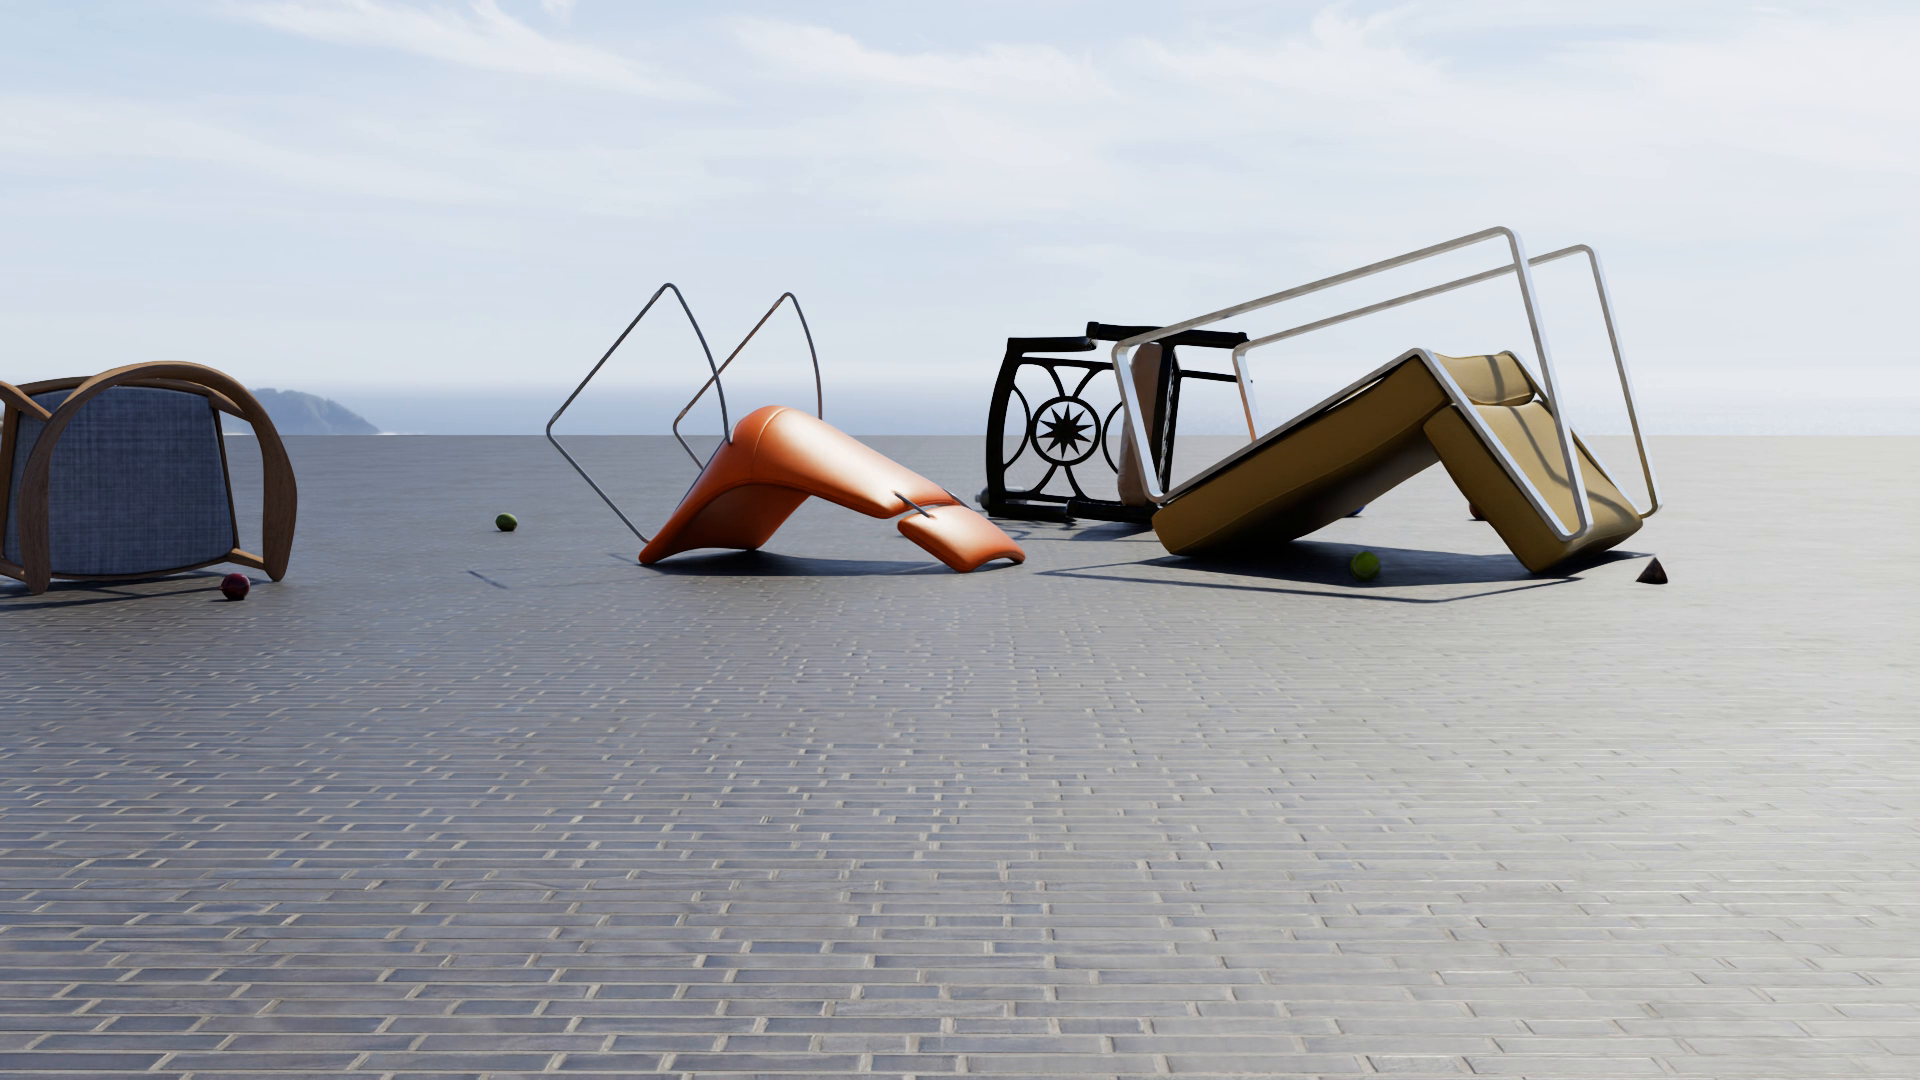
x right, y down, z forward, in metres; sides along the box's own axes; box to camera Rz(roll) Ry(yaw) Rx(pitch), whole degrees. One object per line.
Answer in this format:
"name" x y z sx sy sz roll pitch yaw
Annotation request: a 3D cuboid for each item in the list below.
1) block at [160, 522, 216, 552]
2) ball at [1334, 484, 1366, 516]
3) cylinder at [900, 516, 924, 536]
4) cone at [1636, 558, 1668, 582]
"block" -2.162 -0.011 6.164 0.109 0.074 0.099 2 5 30
"ball" 1.383 -0.144 7.797 0.116 0.116 0.116 0 4 0
"cylinder" -0.147 -0.042 6.713 0.074 0.060 0.050 7 4 -1
"cone" 1.603 0.083 5.123 0.065 0.066 0.076 -28 -5 9
